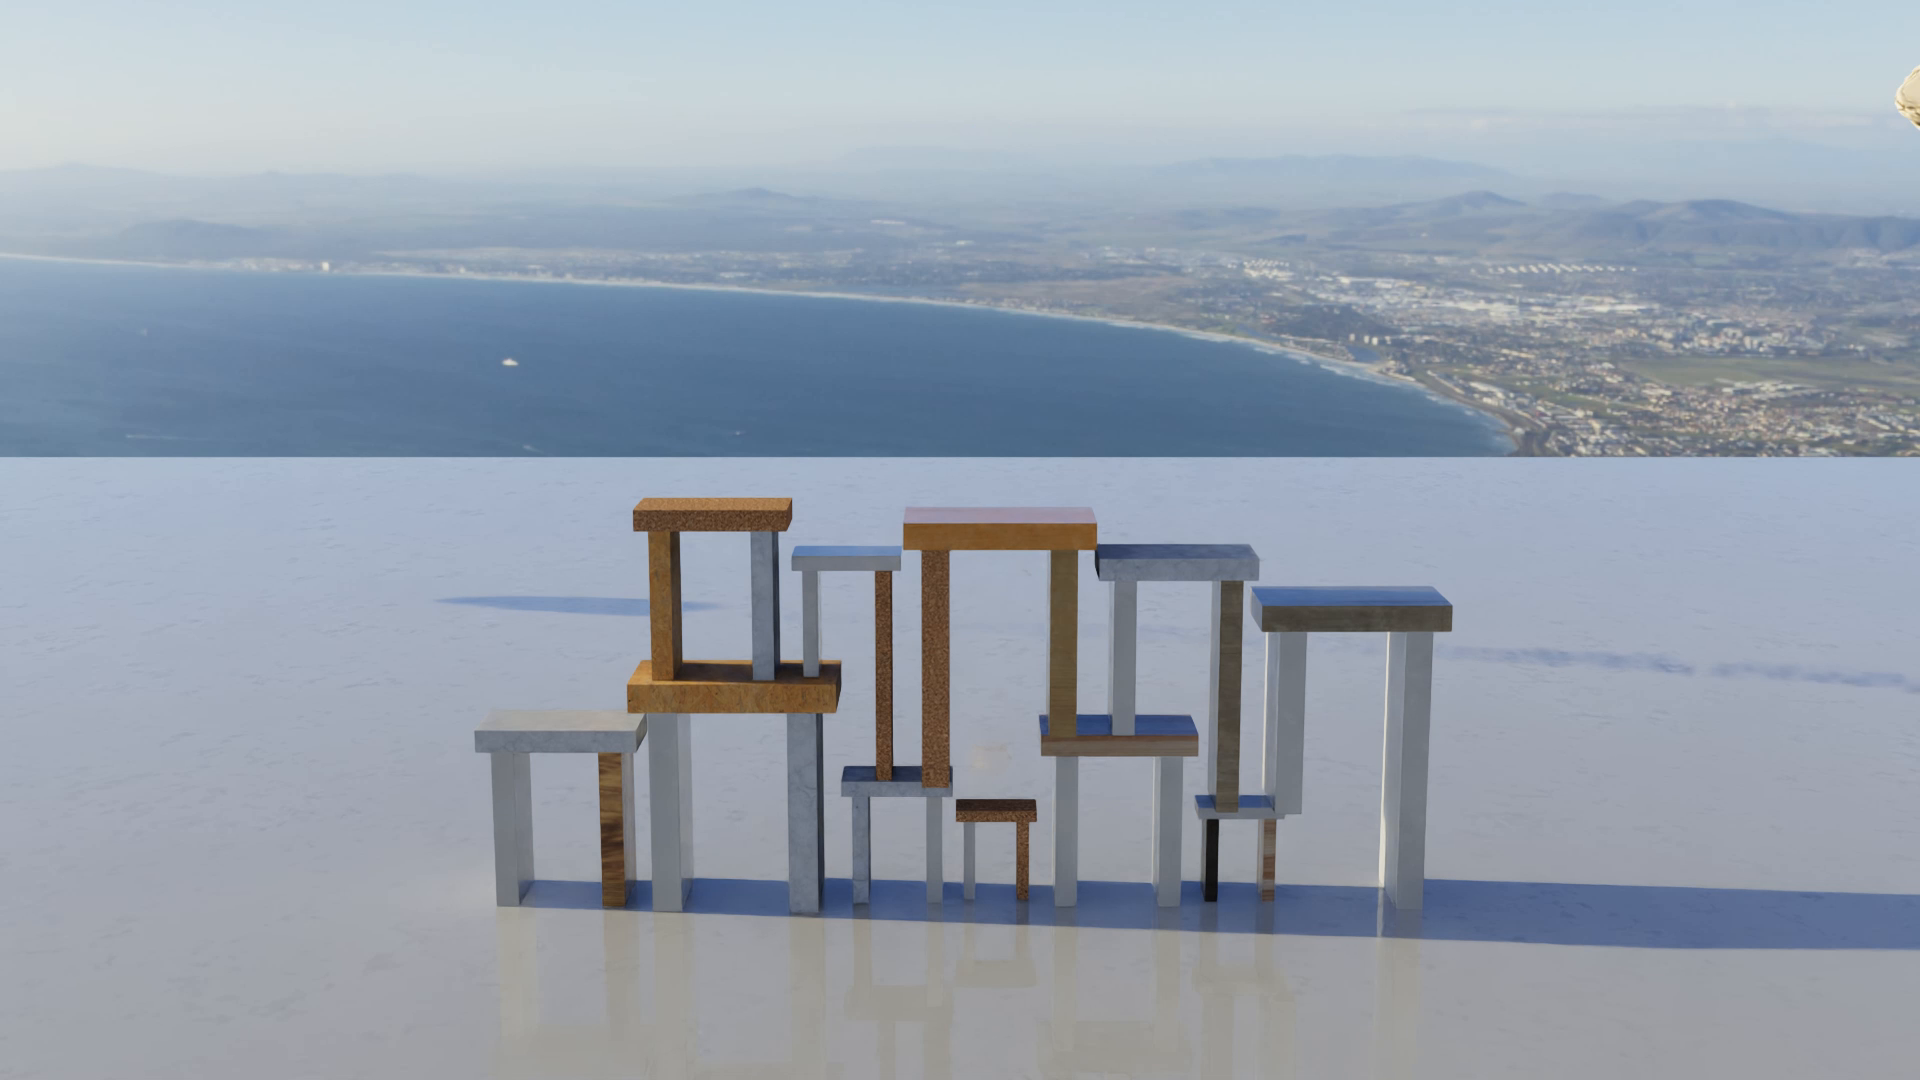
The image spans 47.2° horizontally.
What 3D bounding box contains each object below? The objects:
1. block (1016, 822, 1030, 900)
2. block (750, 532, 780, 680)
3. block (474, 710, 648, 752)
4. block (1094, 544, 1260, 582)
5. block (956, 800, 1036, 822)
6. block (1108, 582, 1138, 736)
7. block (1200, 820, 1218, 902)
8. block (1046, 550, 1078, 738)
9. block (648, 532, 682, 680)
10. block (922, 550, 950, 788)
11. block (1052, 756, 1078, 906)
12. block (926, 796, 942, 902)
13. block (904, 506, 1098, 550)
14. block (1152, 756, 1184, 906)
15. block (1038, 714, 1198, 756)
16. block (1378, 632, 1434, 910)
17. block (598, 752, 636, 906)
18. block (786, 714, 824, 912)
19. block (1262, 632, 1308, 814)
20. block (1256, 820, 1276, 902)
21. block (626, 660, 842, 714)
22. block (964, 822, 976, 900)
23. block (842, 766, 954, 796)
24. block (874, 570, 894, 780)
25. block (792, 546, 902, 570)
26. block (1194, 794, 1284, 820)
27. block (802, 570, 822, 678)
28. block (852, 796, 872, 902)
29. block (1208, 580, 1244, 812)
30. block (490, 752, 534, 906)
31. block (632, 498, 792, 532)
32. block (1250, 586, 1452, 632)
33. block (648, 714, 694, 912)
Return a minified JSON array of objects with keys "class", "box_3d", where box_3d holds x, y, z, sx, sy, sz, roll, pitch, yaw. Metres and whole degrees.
[{"class":"block","box_3d":[0.104,0.524,3.662,0.019,0.133,0.067,0,11,0]},{"class":"block","box_3d":[-0.316,0.095,3.577,0.035,0.244,0.122,0,11,0]},{"class":"block","box_3d":[-0.655,0.315,3.622,0.261,0.037,0.131,0,11,0]},{"class":"block","box_3d":[0.350,0.036,3.566,0.255,0.036,0.127,0,11,0]},{"class":"block","box_3d":[0.060,0.449,3.648,0.133,0.019,0.067,0,11,0]},{"class":"block","box_3d":[0.264,0.179,3.592,0.036,0.255,0.127,0,11,0]},{"class":"block","box_3d":[0.415,0.521,3.653,0.020,0.141,0.071,0,11,0]},{"class":"block","box_3d":[0.166,0.153,3.588,0.043,0.307,0.153,0,11,0]},{"class":"block","box_3d":[-0.479,0.095,3.577,0.035,0.244,0.122,0,11,0]},{"class":"block","box_3d":[-0.039,0.194,3.594,0.043,0.390,0.153,0,11,0]},{"class":"block","box_3d":[0.174,0.464,3.649,0.036,0.255,0.127,0,11,0]},{"class":"block","box_3d":[-0.042,0.500,3.653,0.026,0.182,0.091,0,11,0]},{"class":"block","box_3d":[0.064,-0.019,3.557,0.307,0.043,0.153,0,11,0]},{"class":"block","box_3d":[0.344,0.464,3.649,0.036,0.255,0.127,0,11,0]},{"class":"block","box_3d":[0.259,0.321,3.622,0.255,0.036,0.127,0,11,0]},{"class":"block","box_3d":[0.735,0.361,3.628,0.043,0.465,0.152,0,11,0]},{"class":"block","box_3d":[-0.568,0.461,3.649,0.037,0.261,0.131,0,11,0]},{"class":"block","box_3d":[-0.254,0.427,3.635,0.047,0.334,0.167,0,11,0]},{"class":"block","box_3d":[0.532,0.282,3.613,0.043,0.303,0.152,0,10,0]},{"class":"block","box_3d":[0.509,0.521,3.653,0.020,0.141,0.071,0,11,0]},{"class":"block","box_3d":[-0.366,0.239,3.600,0.334,0.047,0.167,0,11,0]},{"class":"block","box_3d":[0.015,0.524,3.662,0.019,0.133,0.067,0,11,0]},{"class":"block","box_3d":[-0.103,0.399,3.634,0.182,0.026,0.091,0,11,0]},{"class":"block","box_3d":[-0.124,0.213,3.604,0.025,0.349,0.088,0,11,0]},{"class":"block","box_3d":[-0.183,0.029,3.570,0.176,0.025,0.088,0,11,0]},{"class":"block","box_3d":[0.462,0.442,3.639,0.141,0.020,0.071,0,11,0]},{"class":"block","box_3d":[-0.241,0.128,3.588,0.025,0.176,0.088,0,11,0]},{"class":"block","box_3d":[-0.163,0.500,3.653,0.026,0.182,0.091,0,11,0]},{"class":"block","box_3d":[0.434,0.243,3.604,0.036,0.384,0.127,0,11,0]},{"class":"block","box_3d":[-0.742,0.461,3.649,0.037,0.261,0.131,0,11,0]},{"class":"block","box_3d":[-0.397,-0.042,3.551,0.244,0.035,0.122,0,11,0]},{"class":"block","box_3d":[0.633,0.112,3.582,0.303,0.043,0.152,0,11,0]},{"class":"block","box_3d":[-0.477,0.427,3.635,0.047,0.334,0.167,0,11,0]}]
